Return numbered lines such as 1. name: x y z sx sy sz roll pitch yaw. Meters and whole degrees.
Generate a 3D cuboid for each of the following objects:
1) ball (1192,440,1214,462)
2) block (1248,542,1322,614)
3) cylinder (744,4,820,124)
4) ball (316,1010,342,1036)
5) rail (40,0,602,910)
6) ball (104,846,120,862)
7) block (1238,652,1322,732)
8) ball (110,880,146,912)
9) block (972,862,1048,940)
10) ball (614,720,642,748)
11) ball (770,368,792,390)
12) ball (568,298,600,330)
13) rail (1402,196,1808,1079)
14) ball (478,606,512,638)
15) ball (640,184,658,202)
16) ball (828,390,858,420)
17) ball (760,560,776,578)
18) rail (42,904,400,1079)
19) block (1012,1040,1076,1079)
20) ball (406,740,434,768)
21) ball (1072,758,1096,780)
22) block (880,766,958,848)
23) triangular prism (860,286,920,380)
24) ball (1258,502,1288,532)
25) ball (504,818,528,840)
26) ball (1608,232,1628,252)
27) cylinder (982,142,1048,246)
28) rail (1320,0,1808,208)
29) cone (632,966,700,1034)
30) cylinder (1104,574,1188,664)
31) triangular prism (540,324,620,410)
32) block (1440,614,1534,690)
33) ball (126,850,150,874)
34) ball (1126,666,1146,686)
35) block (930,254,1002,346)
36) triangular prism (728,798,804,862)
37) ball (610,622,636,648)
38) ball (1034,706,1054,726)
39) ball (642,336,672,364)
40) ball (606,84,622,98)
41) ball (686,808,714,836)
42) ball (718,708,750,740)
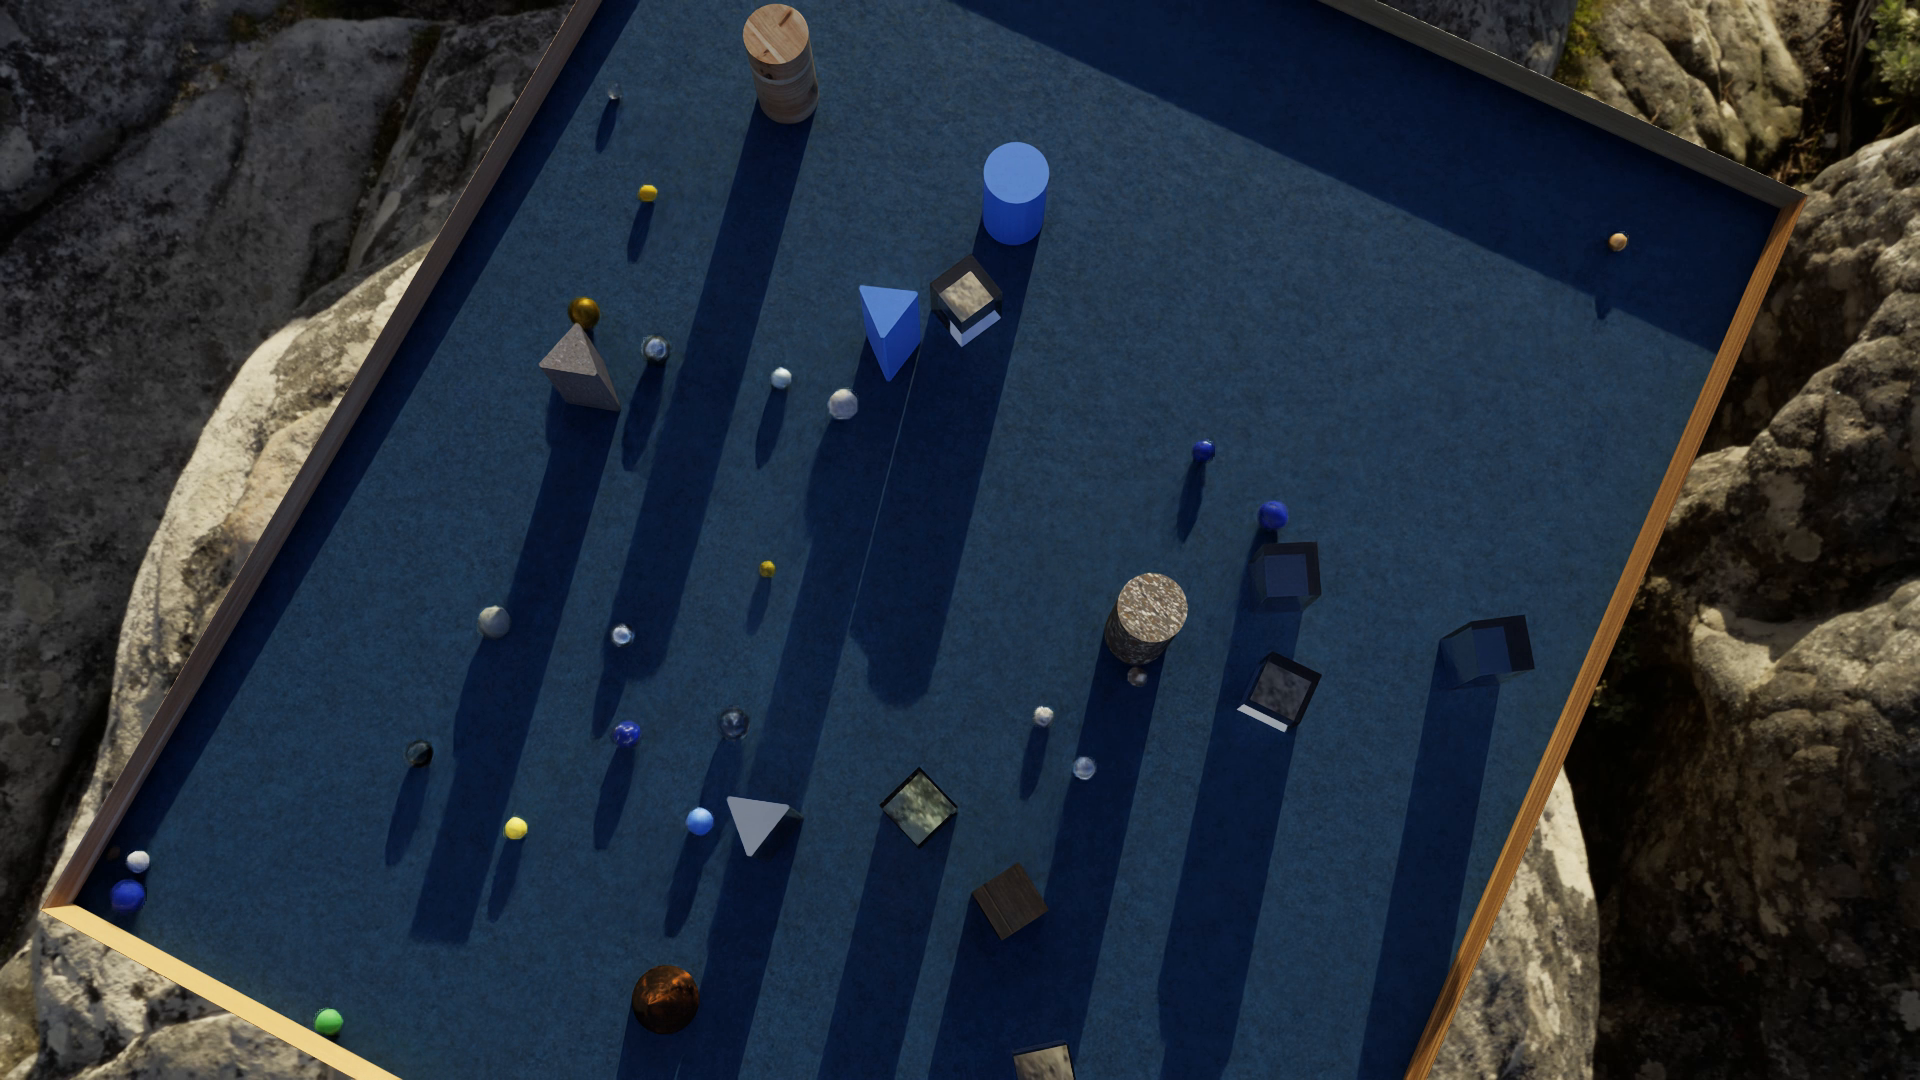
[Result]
1. ball: 0.747 -0.273 5.639 0.066 0.066 0.066 0 78 0
2. block: 0.960 0.115 5.442 0.157 0.296 0.157 -3 78 -1
3. cylinder: -0.553 -1.475 5.705 0.196 0.424 0.196 0 78 0
4. ball: -1.821 1.394 5.290 0.074 0.074 0.074 0 78 0
5. rail: -1.658 -0.805 5.717 0.045 0.128 4.319 26 80 5
6. ball: -2.501 0.927 5.402 0.044 0.044 0.044 0 78 0
7. block: 0.938 0.449 5.394 0.157 0.253 0.157 26 79 5
8. ball: -2.432 1.039 5.352 0.097 0.097 0.097 0 78 0
9. block: 0.141 1.037 5.256 0.157 0.285 0.157 -32 80 -6
10. ball: -0.989 0.579 5.455 0.081 0.081 0.081 0 78 0
11. ball: -0.555 -0.501 5.686 0.066 0.066 0.066 0 78 0
12. ball: -1.170 -0.706 5.713 0.097 0.097 0.097 0 78 0
13. rail: 1.658 0.818 5.381 0.045 0.128 4.319 26 80 5
14. ball: -1.401 0.248 5.515 0.098 0.098 0.098 0 78 0
15. ball: -0.989 -1.100 5.816 0.055 0.055 0.055 0 78 0
16. ball: -0.360 -0.417 5.655 0.094 0.094 0.094 0 78 0
17. ball: -0.585 0.088 5.573 0.049 0.049 0.049 0 78 0
18. rail: -0.955 1.878 5.162 3.754 0.128 0.045 26 80 5
19. block: 0.241 1.515 5.183 0.157 0.236 0.157 -11 79 -2
20. ball: -1.604 0.635 5.444 0.081 0.081 0.081 0 78 0
21. ball: 0.368 0.678 5.442 0.066 0.066 0.066 0 78 0
22. block: -0.118 0.779 5.310 0.157 0.286 0.157 -43 82 -8
23. triangular prism: -0.232 -0.649 5.527 0.147 0.438 0.170 36 81 7
24. ball: 0.952 -0.073 5.585 0.091 0.091 0.091 0 78 0
25. ball: -1.310 0.852 5.407 0.065 0.065 0.065 0 78 0
26. ball: 2.074 -0.940 5.781 0.059 0.059 0.059 0 78 0
27. cylinder: 0.169 -1.066 5.661 0.196 0.345 0.196 0 78 0
28. rail: 0.955 -1.864 5.936 3.754 0.128 0.045 26 80 5
29. cone: -0.858 1.308 5.190 0.196 0.305 0.196 0 78 0
30. cylinder: 0.536 0.235 5.332 0.196 0.461 0.196 0 78 0
31. triangular prism: -1.129 -0.526 5.530 0.170 0.382 0.147 9 78 2
32. block: 1.542 0.333 5.373 0.157 0.342 0.157 -7 78 -1
33. ball: -2.416 0.947 5.387 0.066 0.066 0.066 0 78 0
34. ball: 0.531 0.411 5.502 0.059 0.059 0.059 0 78 0
35. block: 0.019 -0.736 5.645 0.157 0.242 0.157 -37 81 -7
36. triangular prism: -0.574 0.793 5.204 0.147 0.487 0.170 38 81 7
37. ball: -1.015 0.286 5.520 0.074 0.074 0.074 0 78 0
38. ball: 0.249 0.527 5.477 0.060 0.060 0.060 0 78 0
39. ball: -0.942 -0.590 5.693 0.089 0.089 0.089 0 78 0
40. ball: -1.110 -1.443 5.891 0.048 0.048 0.048 0 78 0
41. ball: -0.768 0.831 5.404 0.080 0.080 0.080 0 78 0
42. ball: -0.673 0.548 5.454 0.096 0.096 0.096 0 78 0
